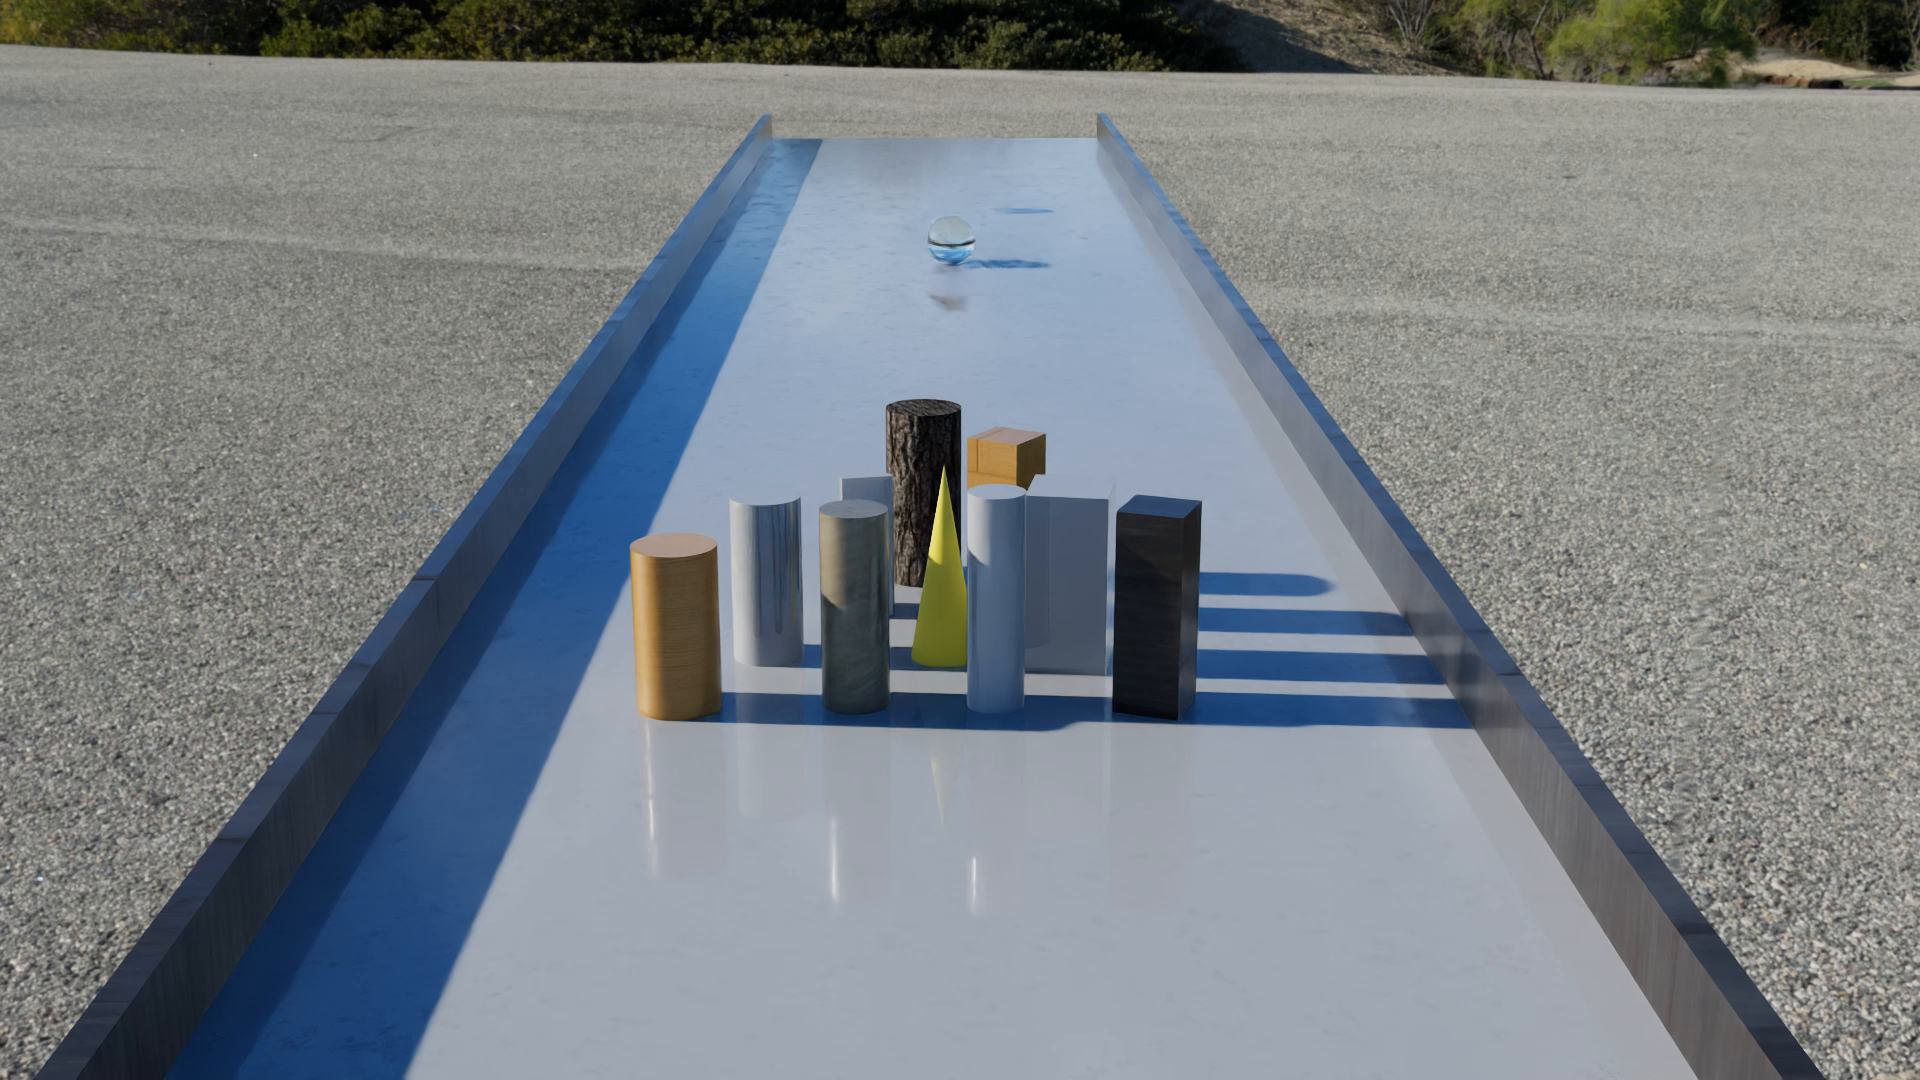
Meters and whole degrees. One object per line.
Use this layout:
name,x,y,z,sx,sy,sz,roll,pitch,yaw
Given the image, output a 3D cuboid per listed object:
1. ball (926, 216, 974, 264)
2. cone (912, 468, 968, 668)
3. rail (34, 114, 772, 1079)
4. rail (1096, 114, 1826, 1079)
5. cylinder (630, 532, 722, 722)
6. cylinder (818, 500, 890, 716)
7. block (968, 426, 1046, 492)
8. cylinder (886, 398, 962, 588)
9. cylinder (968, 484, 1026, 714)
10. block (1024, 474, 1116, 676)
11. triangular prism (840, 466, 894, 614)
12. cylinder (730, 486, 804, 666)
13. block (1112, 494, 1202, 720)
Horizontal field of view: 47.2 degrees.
ball,-0.037,-1.231,9.021,0.197,0.197,0.197,0,17,0
cone,-0.031,0.042,4.384,0.136,0.401,0.136,0,17,0
rail,-1.118,-0.838,7.780,0.050,0.150,12.000,0,17,-1
rail,0.932,-0.844,7.801,0.050,0.150,12.000,0,17,-1
cylinder,-0.531,0.162,4.124,0.161,0.319,0.161,0,17,0
cylinder,-0.197,0.126,4.130,0.129,0.384,0.129,0,17,0
block,0.098,-0.030,4.638,0.119,0.392,0.119,10,19,31
cylinder,-0.080,-0.105,4.896,0.167,0.390,0.167,0,17,0
cylinder,0.068,0.111,4.119,0.109,0.419,0.109,0,17,0
block,0.219,0.068,4.365,0.162,0.361,0.162,3,17,9
triangular prism,-0.205,0.001,4.685,0.111,0.306,0.097,-4,17,-12
cylinder,-0.386,0.072,4.398,0.142,0.334,0.142,0,17,0
block,0.369,0.125,4.118,0.127,0.392,0.127,6,18,20
